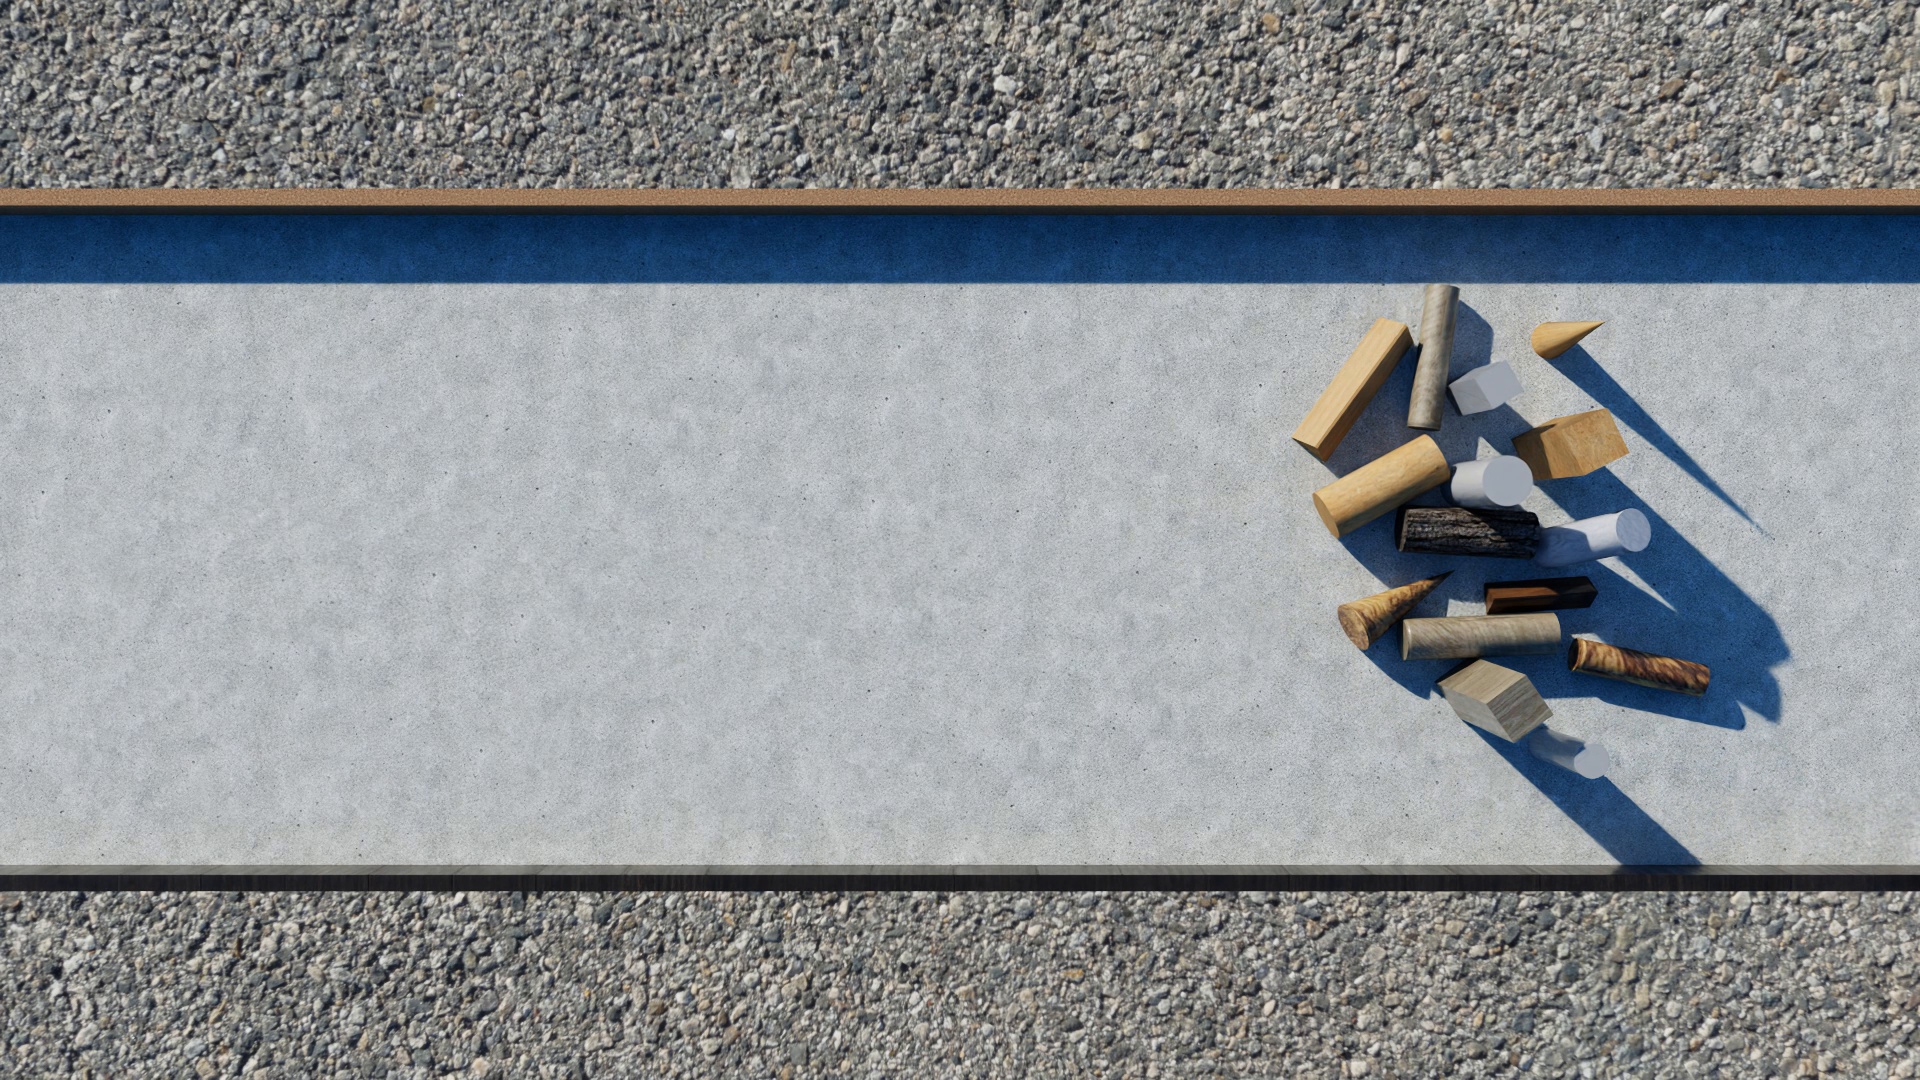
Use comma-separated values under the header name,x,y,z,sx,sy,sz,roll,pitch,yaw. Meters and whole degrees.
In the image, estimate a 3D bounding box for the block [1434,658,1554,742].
name,x,y,z,sx,sy,sz,roll,pitch,yaw
block,1.561,0.463,4.847,0.138,0.452,0.138,-36,94,0

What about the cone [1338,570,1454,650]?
name,x,y,z,sx,sy,sz,roll,pitch,yaw
cone,1.359,0.178,5.039,0.385,0.154,0.154,-27,90,-11

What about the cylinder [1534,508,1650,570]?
name,x,y,z,sx,sy,sz,roll,pitch,yaw
cylinder,1.861,-0.001,4.882,0.125,0.369,0.125,3,80,-20

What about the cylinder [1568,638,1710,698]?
name,x,y,z,sx,sy,sz,roll,pitch,yaw
cylinder,2.066,0.389,5.026,0.396,0.102,0.102,12,90,0

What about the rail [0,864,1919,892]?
name,x,y,z,sx,sy,sz,roll,pitch,yaw
rail,-2.247,1.025,5.001,12.000,0.150,0.050,0,90,0

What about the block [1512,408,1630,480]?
name,x,y,z,sx,sy,sz,roll,pitch,yaw
block,1.791,-0.277,4.861,0.142,0.431,0.142,-26,90,0

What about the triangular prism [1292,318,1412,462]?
name,x,y,z,sx,sy,sz,roll,pitch,yaw
triangular prism,1.207,-0.462,5.017,0.129,0.112,0.458,36,90,0

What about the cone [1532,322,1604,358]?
name,x,y,z,sx,sy,sz,roll,pitch,yaw
cone,1.815,-0.614,4.853,0.113,0.447,0.113,0,90,0

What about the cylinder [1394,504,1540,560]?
name,x,y,z,sx,sy,sz,roll,pitch,yaw
cylinder,1.536,-0.024,5.004,0.397,0.144,0.144,3,90,0

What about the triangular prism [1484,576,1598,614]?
name,x,y,z,sx,sy,sz,roll,pitch,yaw
triangular prism,1.774,0.169,5.033,0.316,0.083,0.095,-4,90,0

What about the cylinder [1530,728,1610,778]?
name,x,y,z,sx,sy,sz,roll,pitch,yaw
cylinder,1.802,0.630,4.889,0.101,0.376,0.101,0,90,0

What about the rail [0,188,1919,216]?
name,x,y,z,sx,sy,sz,roll,pitch,yaw
rail,-2.247,-1.025,5.002,12.000,0.150,0.050,0,90,0

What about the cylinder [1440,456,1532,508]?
name,x,y,z,sx,sy,sz,roll,pitch,yaw
cylinder,1.549,-0.168,4.871,0.144,0.411,0.144,0,90,0

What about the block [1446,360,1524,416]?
name,x,y,z,sx,sy,sz,roll,pitch,yaw
block,1.554,-0.450,4.914,0.104,0.323,0.104,-31,91,0

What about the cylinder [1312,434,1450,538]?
name,x,y,z,sx,sy,sz,roll,pitch,yaw
cylinder,1.275,-0.163,4.998,0.378,0.157,0.157,-28,90,0

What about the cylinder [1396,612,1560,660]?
name,x,y,z,sx,sy,sz,roll,pitch,yaw
cylinder,1.574,0.293,5.013,0.459,0.128,0.128,-2,90,0

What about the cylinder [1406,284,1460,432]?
name,x,y,z,sx,sy,sz,roll,pitch,yaw
cylinder,1.443,-0.554,5.026,0.100,0.100,0.434,8,90,0
